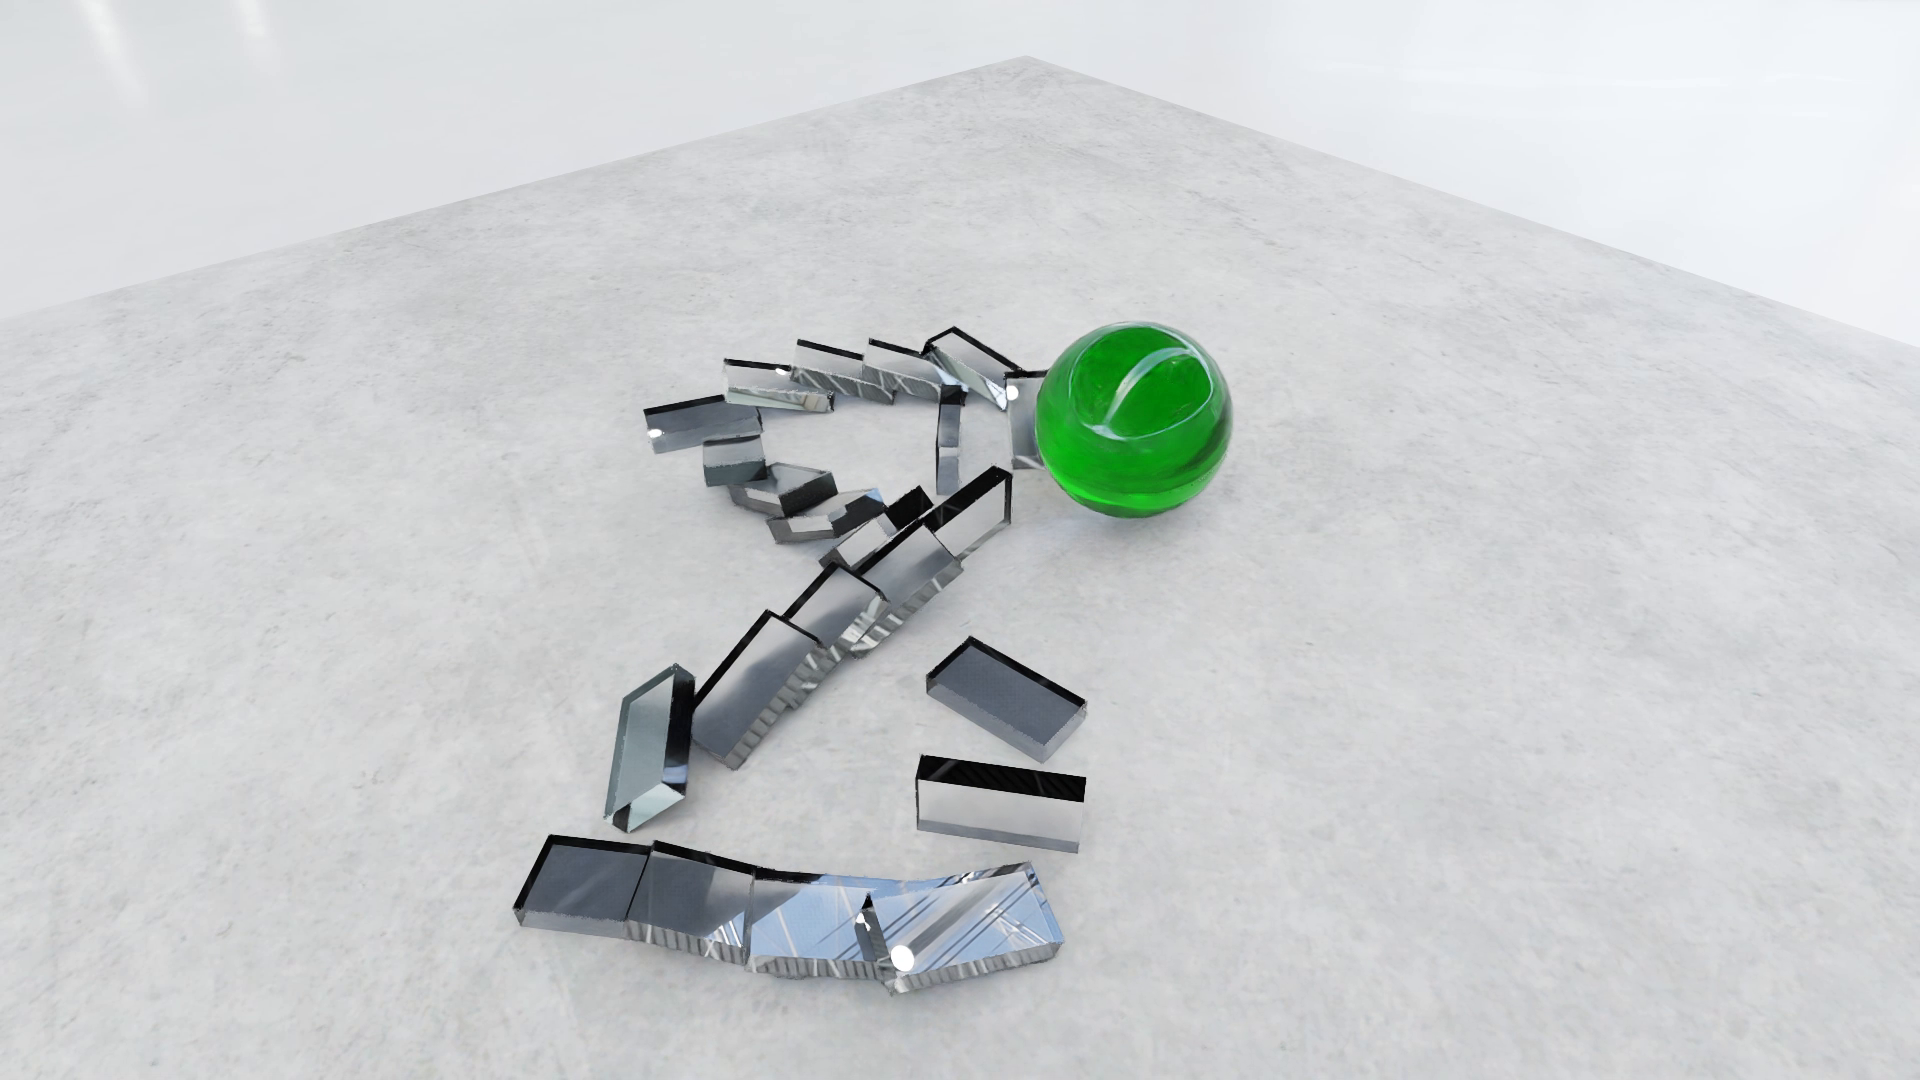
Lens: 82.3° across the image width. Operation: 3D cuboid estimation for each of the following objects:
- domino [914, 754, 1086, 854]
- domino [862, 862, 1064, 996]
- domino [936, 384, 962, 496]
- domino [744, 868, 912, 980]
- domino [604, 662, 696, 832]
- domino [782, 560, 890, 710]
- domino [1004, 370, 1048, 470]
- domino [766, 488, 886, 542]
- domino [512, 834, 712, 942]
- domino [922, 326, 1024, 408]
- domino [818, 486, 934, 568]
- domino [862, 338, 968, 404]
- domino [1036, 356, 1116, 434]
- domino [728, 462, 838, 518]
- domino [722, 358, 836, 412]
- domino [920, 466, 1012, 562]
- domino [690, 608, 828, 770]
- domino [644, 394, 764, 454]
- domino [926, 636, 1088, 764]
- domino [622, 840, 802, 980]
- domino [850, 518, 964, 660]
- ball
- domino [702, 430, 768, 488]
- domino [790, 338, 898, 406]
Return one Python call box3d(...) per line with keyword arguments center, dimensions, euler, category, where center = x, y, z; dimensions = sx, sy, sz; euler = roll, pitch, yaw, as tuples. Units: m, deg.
box3d(center=(0.012, 0.080, 0.333), dimensions=(0.050, 0.025, 0.010), euler=(6, 40, 8), category="domino")
box3d(center=(0.001, 0.106, 0.302), dimensions=(0.050, 0.010, 0.025), euler=(-2, 44, -26), category="domino")
box3d(center=(-0.005, -0.045, 0.486), dimensions=(0.010, 0.025, 0.050), euler=(1, 39, 1), category="domino")
box3d(center=(-0.033, 0.106, 0.303), dimensions=(0.050, 0.010, 0.025), euler=(9, 40, -14), category="domino")
box3d(center=(-0.099, 0.066, 0.353), dimensions=(0.025, 0.009, 0.050), euler=(-33, 36, 18), category="domino")
box3d(center=(-0.051, 0.033, 0.389), dimensions=(0.025, 0.010, 0.050), euler=(31, 70, 32), category="domino")
box3d(center=(0.035, -0.055, 0.500), dimensions=(0.025, 0.009, 0.050), euler=(-2, 56, -2), category="domino")
box3d(center=(-0.053, -0.010, 0.435), dimensions=(0.025, 0.010, 0.050), euler=(-32, 17, -33), category="domino")
box3d(center=(-0.100, 0.101, 0.320), dimensions=(0.050, 0.010, 0.025), euler=(5, 40, 6), category="domino")
box3d(center=(0.009, -0.084, 0.534), dimensions=(0.050, 0.009, 0.025), euler=(34, 40, 16), category="domino")
box3d(center=(-0.033, -0.002, 0.419), dimensions=(0.025, 0.050, 0.009), euler=(-37, 92, -37), category="domino")
box3d(center=(-0.021, -0.081, 0.530), dimensions=(0.050, 0.009, 0.025), euler=(14, 38, -11), category="domino")
box3d(center=(0.057, -0.070, 0.529), dimensions=(0.025, 0.009, 0.050), euler=(14, 41, 16), category="domino")
box3d(center=(-0.074, -0.021, 0.454), dimensions=(0.025, 0.010, 0.050), euler=(-27, 22, -29), category="domino")
box3d(center=(-0.087, -0.073, 0.523), dimensions=(0.050, 0.010, 0.025), euler=(3, 37, -21), category="domino")
box3d(center=(0.002, -0.007, 0.440), dimensions=(0.010, 0.025, 0.050), euler=(27, 47, 29), category="domino")
box3d(center=(-0.070, 0.050, 0.370), dimensions=(0.025, 0.009, 0.050), euler=(25, 65, 28), category="domino")
box3d(center=(-0.119, -0.055, 0.511), dimensions=(0.050, 0.009, 0.025), euler=(-14, 41, -16), category="domino")
box3d(center=(0.016, 0.054, 0.377), dimensions=(0.050, 0.009, 0.025), euler=(27, 46, 29), category="domino")
box3d(center=(-0.065, 0.103, 0.307), dimensions=(0.050, 0.009, 0.025), euler=(16, 39, -6), category="domino")
box3d(center=(-0.026, 0.017, 0.403), dimensions=(0.050, 0.009, 0.025), euler=(-40, 56, -4), category="domino")
box3d(center=(0.070, -0.049, 0.447), dimensions=(0.080, 0.080, 0.080), euler=(0, 39, 0), category="ball")
box3d(center=(-0.097, -0.036, 0.474), dimensions=(0.025, 0.010, 0.050), euler=(-8, 20, -10), category="domino")
box3d(center=(-0.056, -0.081, 0.531), dimensions=(0.050, 0.010, 0.025), euler=(12, 36, -13), category="domino")
